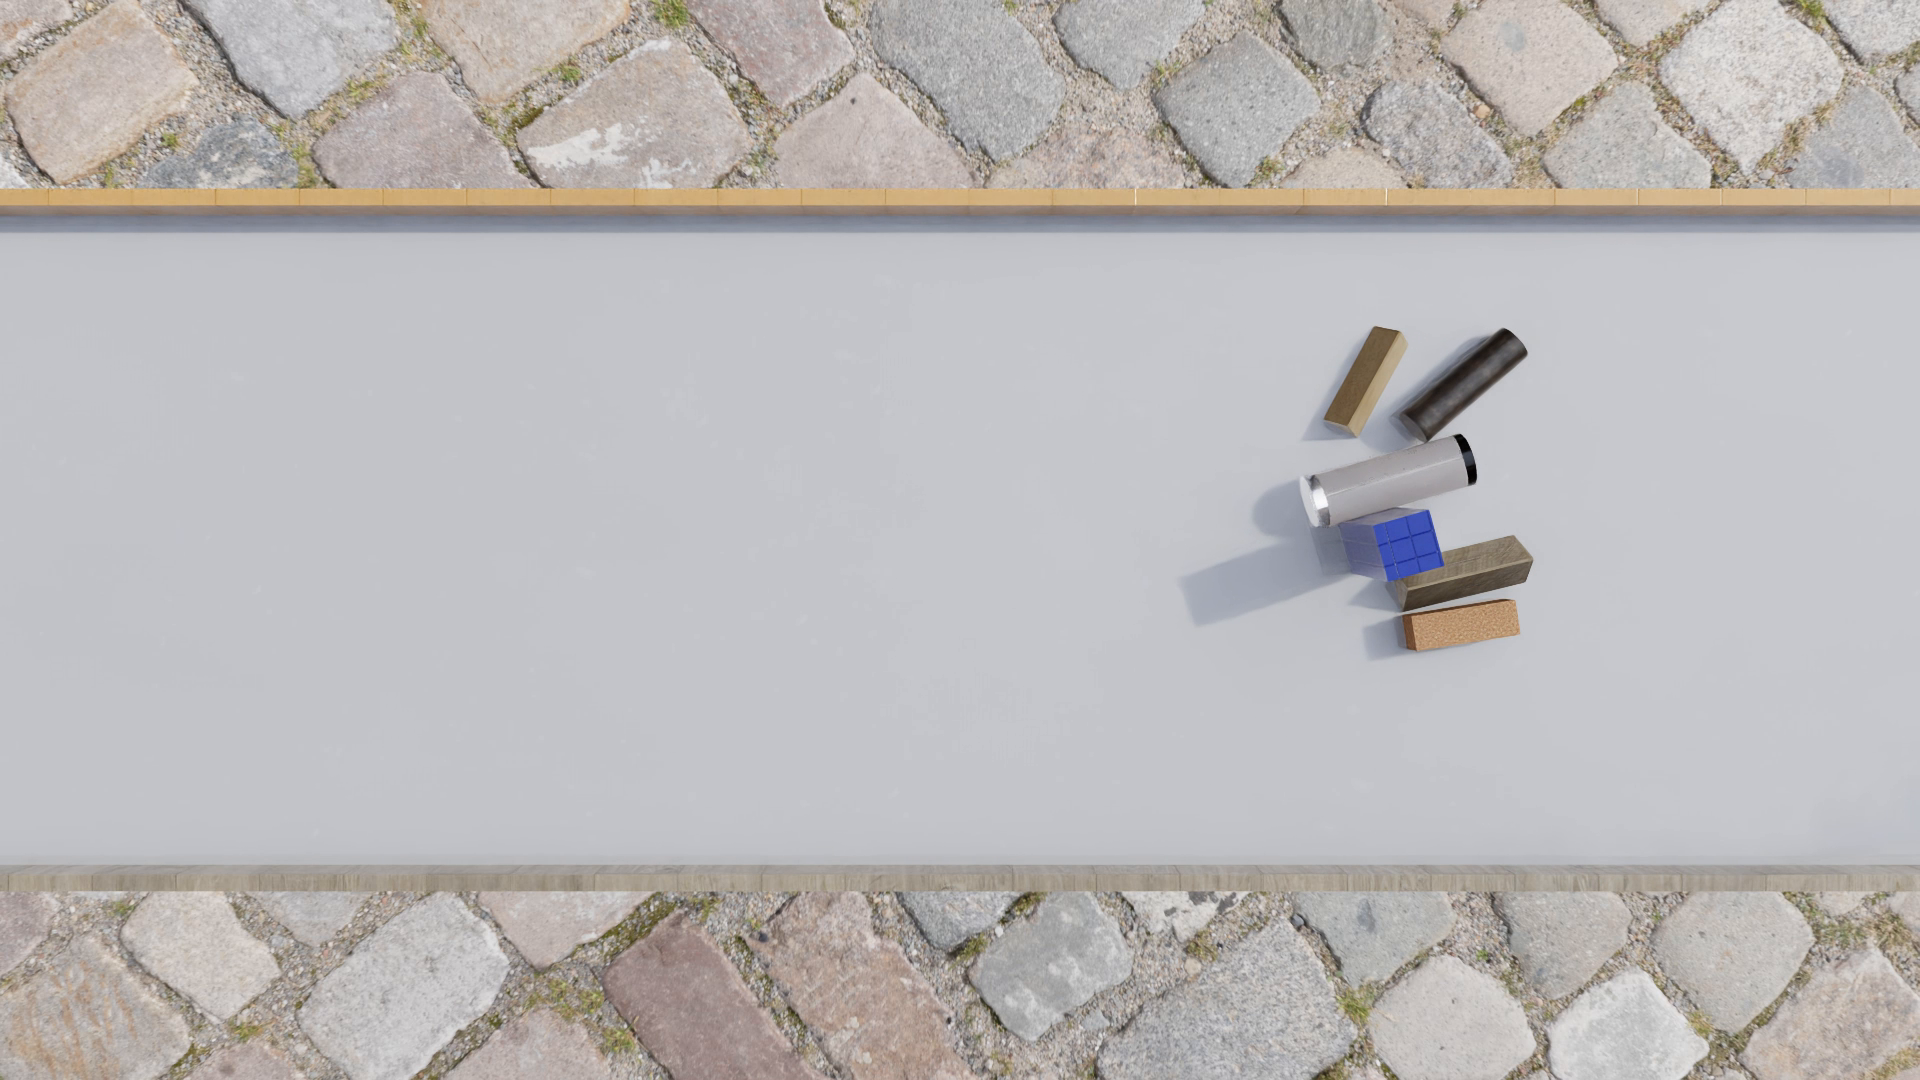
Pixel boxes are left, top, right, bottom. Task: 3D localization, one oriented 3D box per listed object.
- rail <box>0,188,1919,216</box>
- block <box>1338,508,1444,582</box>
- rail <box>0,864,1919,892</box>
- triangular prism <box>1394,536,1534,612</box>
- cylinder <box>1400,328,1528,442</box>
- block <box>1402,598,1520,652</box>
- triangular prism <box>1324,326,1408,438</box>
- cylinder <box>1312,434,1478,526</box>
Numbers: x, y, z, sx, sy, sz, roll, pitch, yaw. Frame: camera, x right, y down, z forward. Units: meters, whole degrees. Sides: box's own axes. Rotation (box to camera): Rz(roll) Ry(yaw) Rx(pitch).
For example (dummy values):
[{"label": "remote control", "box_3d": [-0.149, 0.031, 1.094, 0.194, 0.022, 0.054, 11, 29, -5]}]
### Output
[{"label": "rail", "box_3d": [-2.247, -1.025, 5.002, 12.000, 0.150, 0.050, 0, 90, 0]}, {"label": "block", "box_3d": [1.265, 0.008, 4.866, 0.165, 0.415, 0.165, -16, 92, 0]}, {"label": "rail", "box_3d": [-2.247, 1.025, 5.001, 12.000, 0.150, 0.050, 0, 90, 0]}, {"label": "triangular prism", "box_3d": [1.531, 0.102, 5.009, 0.389, 0.128, 0.148, -14, 90, 0]}, {"label": "cylinder", "box_3d": [1.532, -0.470, 5.017, 0.401, 0.119, 0.119, -40, 90, 0]}, {"label": "block", "box_3d": [1.525, 0.258, 5.024, 0.318, 0.106, 0.106, -9, 90, 0]}, {"label": "triangular prism", "box_3d": [1.249, -0.486, 5.023, 0.118, 0.102, 0.328, 29, 90, 0]}, {"label": "cylinder", "box_3d": [1.312, -0.182, 4.995, 0.458, 0.164, 0.164, -16, 90, 0]}]
